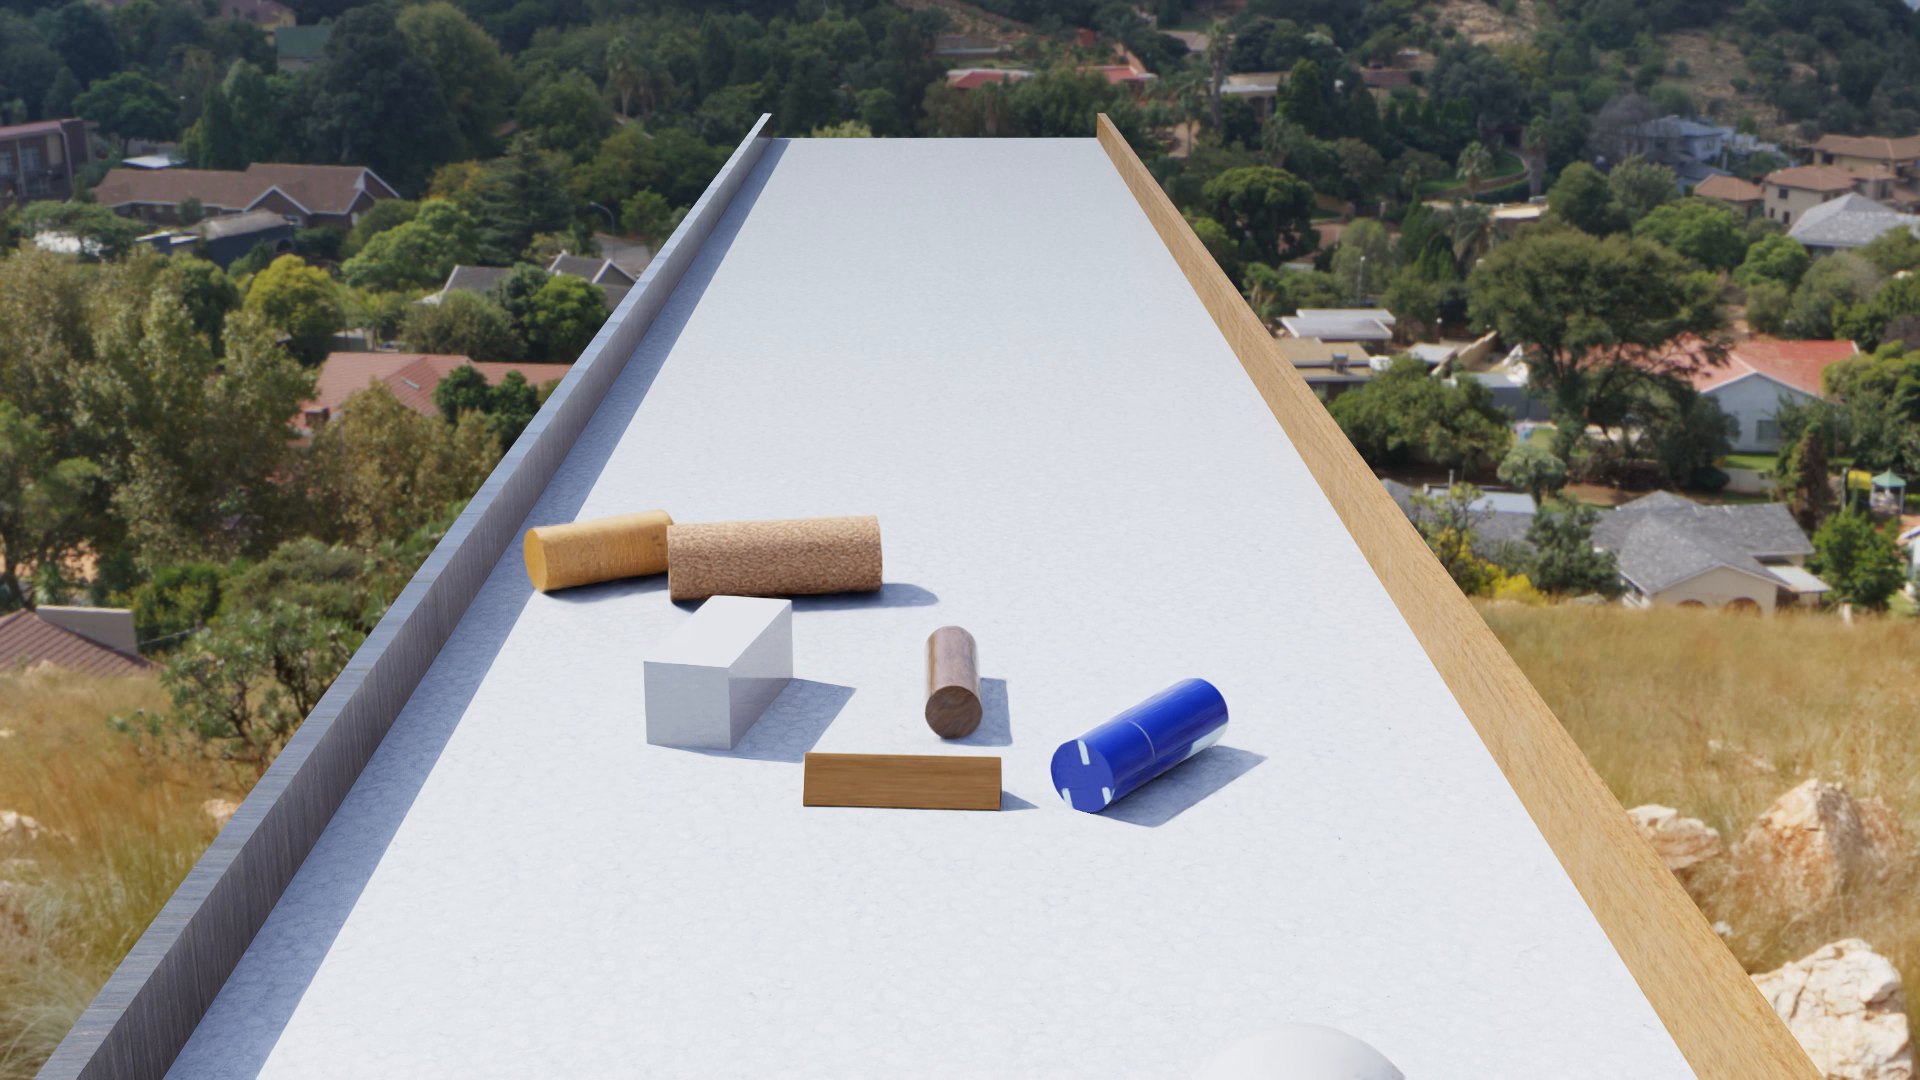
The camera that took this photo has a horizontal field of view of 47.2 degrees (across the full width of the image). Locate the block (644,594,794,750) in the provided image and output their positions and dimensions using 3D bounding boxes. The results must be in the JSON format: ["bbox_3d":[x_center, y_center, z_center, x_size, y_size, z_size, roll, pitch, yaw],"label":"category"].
[{"bbox_3d":[-0.447,0.243,4.129,0.159,0.159,0.393,4,17,12],"label":"block"}]

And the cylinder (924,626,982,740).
[{"bbox_3d":[-0.015,0.265,4.154,0.104,0.104,0.338,0,17,-1],"label":"cylinder"}]

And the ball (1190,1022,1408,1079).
[{"bbox_3d":[0.375,0.681,2.419,0.295,0.295,0.295,0,17,0],"label":"ball"}]

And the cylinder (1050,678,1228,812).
[{"bbox_3d":[0.317,0.352,3.822,0.126,0.126,0.381,12,20,35],"label":"cylinder"}]

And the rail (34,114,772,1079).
[{"bbox_3d":[-1.118,-0.838,7.780,0.050,0.150,12.000,0,17,-1],"label":"rail"}]

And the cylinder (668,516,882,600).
[{"bbox_3d":[-0.406,0.040,4.804,0.457,0.164,0.164,-2,17,-8],"label":"cylinder"}]

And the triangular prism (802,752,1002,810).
[{"bbox_3d":[-0.097,0.401,3.735,0.333,0.078,0.090,1,17,3],"label":"triangular prism"}]

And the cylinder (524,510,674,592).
[{"bbox_3d":[-0.798,0.024,4.903,0.310,0.139,0.139,-9,19,-29],"label":"cylinder"}]

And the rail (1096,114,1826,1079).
[{"bbox_3d":[0.932,-0.844,7.801,0.050,0.150,12.000,0,17,-1],"label":"rail"}]
